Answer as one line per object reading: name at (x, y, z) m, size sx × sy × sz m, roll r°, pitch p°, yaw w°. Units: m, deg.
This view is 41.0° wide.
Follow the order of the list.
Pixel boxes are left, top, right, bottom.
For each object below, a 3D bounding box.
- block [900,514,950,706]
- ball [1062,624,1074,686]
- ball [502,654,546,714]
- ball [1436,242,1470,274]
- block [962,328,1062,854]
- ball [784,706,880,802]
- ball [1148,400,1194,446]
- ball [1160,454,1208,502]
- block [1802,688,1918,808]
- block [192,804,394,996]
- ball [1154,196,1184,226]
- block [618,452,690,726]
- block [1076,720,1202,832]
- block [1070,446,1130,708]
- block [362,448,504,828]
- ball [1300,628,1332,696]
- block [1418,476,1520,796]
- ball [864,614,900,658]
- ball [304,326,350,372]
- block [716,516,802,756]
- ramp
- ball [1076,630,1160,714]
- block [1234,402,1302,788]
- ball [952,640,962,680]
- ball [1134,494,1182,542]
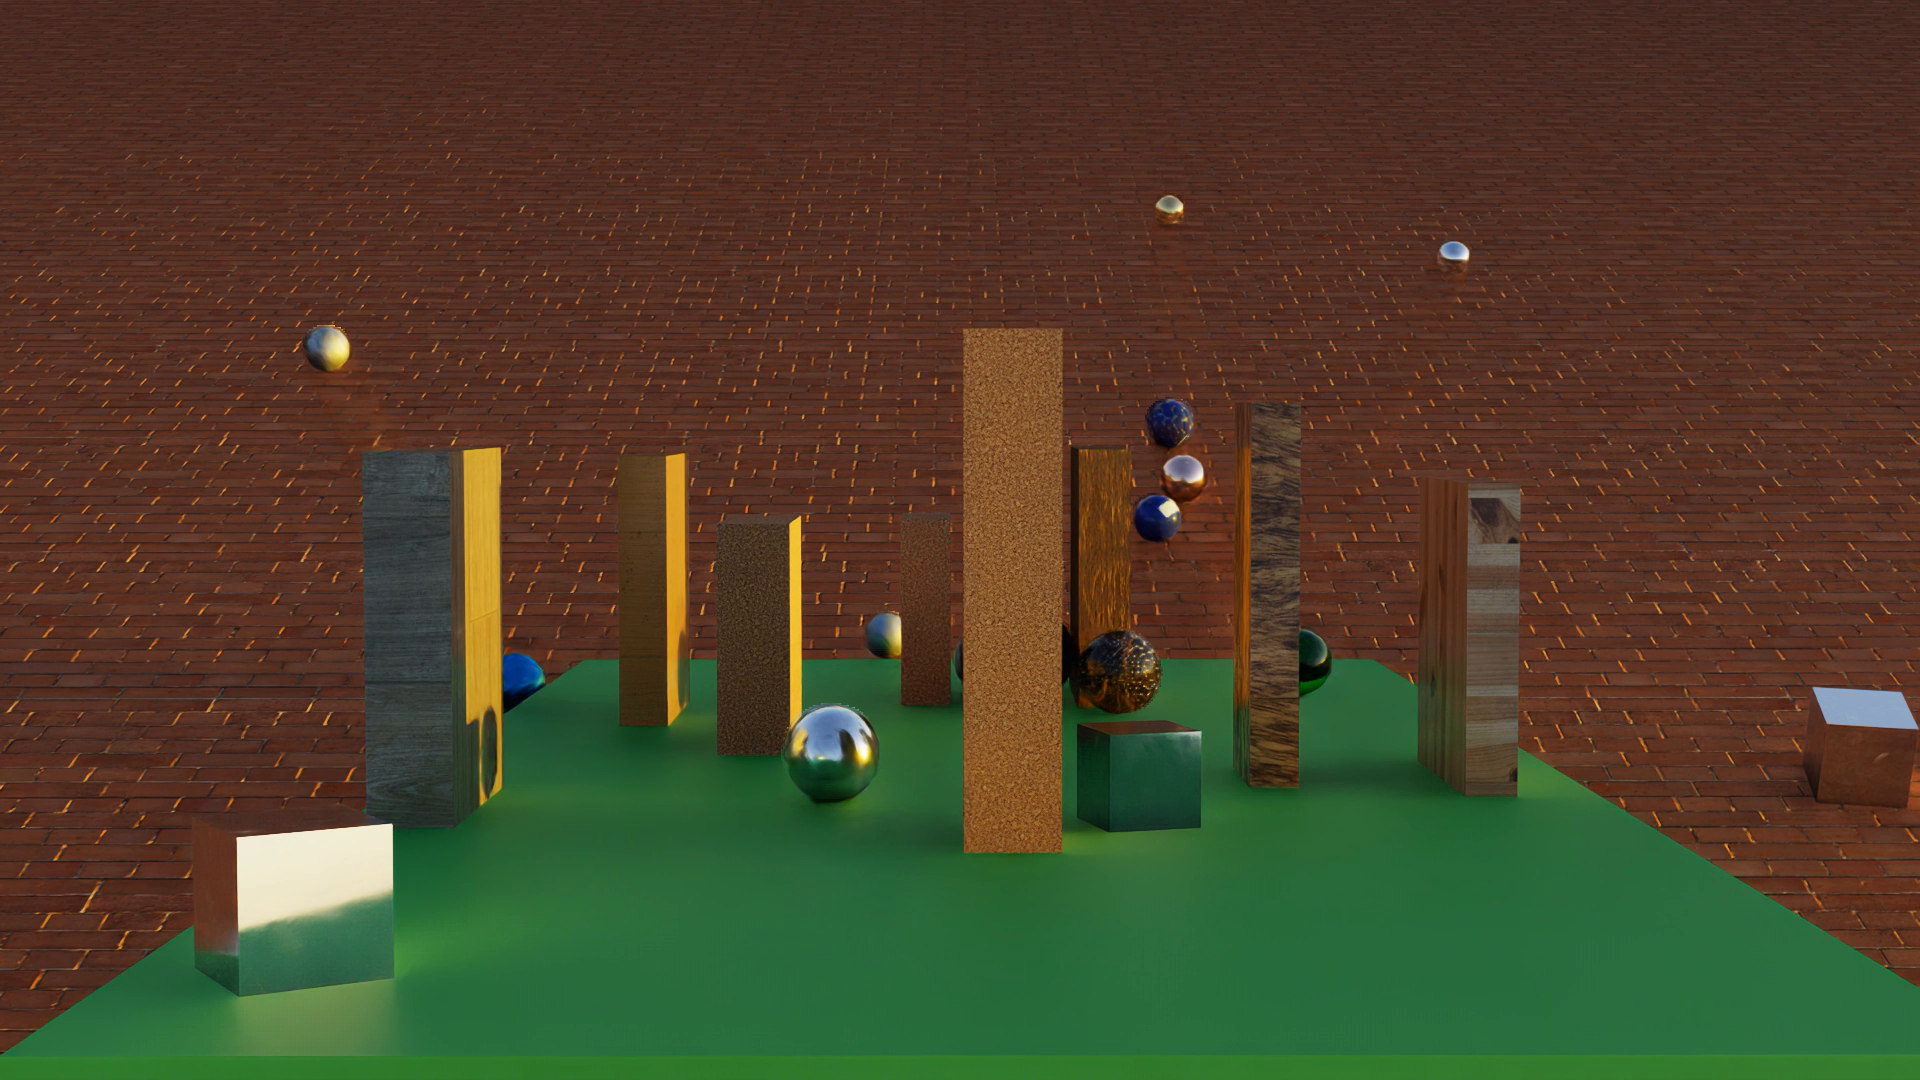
block at (-0.074, 0.147, 5.651) m, size 0.106 × 0.401 × 0.294 m, roll 0°, pitch 3°, yaw 0°
ball at (0.150, 0.249, 5.609) m, size 0.202 × 0.202 × 0.202 m, roll 0°, pitch 22°, yaw 0°
ball at (-1.037, 0.337, 5.987) m, size 0.144 × 0.144 × 0.144 m, roll 0°, pitch 22°, yaw 0°
ball at (1.953, -1.116, 10.176) m, size 0.132 × 0.132 × 0.132 m, roll 0°, pitch 22°, yaw 0°
block at (0.075, 0.067, 3.800) m, size 0.141 × 0.749 × 0.271 m, roll 0°, pitch 3°, yaw 0°
ball at (-0.207, 0.346, 4.163) m, size 0.156 × 0.156 × 0.156 m, roll 0°, pitch 22°, yaw 0°
ball at (0.680, -0.376, 8.288) m, size 0.151 × 0.151 × 0.151 m, roll 0°, pitch 22°, yaw 0°
ball at (0.679, -0.186, 7.818) m, size 0.145 × 0.145 × 0.145 m, roll 0°, pitch 22°, yaw 0°
block at (2.114, 0.487, 6.045) m, size 0.204 × 0.204 × 0.204 m, roll 3°, pitch 22°, yaw 7°
block at (-0.753, 0.402, 2.900) m, size 0.174 × 0.174 × 0.174 m, roll -2°, pitch 3°, yaw -32°
ball at (0.887, -1.393, 10.881) m, size 0.126 × 0.126 × 0.126 m, roll 0°, pitch 22°, yaw 0°
block at (-0.635, 0.092, 5.359) m, size 0.097 × 0.541 × 0.435 m, roll 0°, pitch 3°, yaw 0°
block at (0.274, 0.361, 3.949) m, size 0.147 × 0.147 × 0.147 m, roll -1°, pitch 3°, yaw -17°
block at (0.306, 0.073, 5.632) m, size 0.110 × 0.550 × 0.386 m, roll 0°, pitch 3°, yaw 0°
block at (-0.835, 0.141, 4.104) m, size 0.132 × 0.572 × 0.438 m, roll 0°, pitch 3°, yaw 0°
ball at (0.751, 0.270, 5.706) m, size 0.149 × 0.149 × 0.149 m, roll 0°, pitch 22°, yaw 0°
block at (0.870, 0.153, 4.418) m, size 0.085 × 0.514 × 0.435 m, roll 0°, pitch 3°, yaw 0°
ball at (-0.187, 0.246, 6.613) m, size 0.117 × 0.117 × 0.117 m, roll 0°, pitch 22°, yaw 0°
ball at (-2.220, -0.669, 9.020) m, size 0.155 × 0.155 × 0.155 m, roll 0°, pitch 22°, yaw 0°
block at (-0.379, 0.174, 4.882) m, size 0.134 × 0.426 × 0.344 m, roll 0°, pitch 3°, yaw 0°
ramp at (0.050, 0.455, 4.532) m, size 2.000 × 0.100 × 4.000 m, roll 0°, pitch 3°, yaw 0°
ball at (0.331, 0.275, 5.362) m, size 0.175 × 0.175 × 0.175 m, roll 0°, pitch 22°, yaw 0°
block at (0.526, 0.087, 4.424) m, size 0.082 × 0.646 × 0.260 m, roll 0°, pitch 3°, yaw 0°
ball at (0.049, 0.273, 5.849) m, size 0.130 × 0.130 × 0.130 m, roll 0°, pitch 22°, yaw 0°
ball at (0.577, -0.063, 7.514) m, size 0.140 × 0.140 × 0.140 m, roll 0°, pitch 22°, yaw 0°
